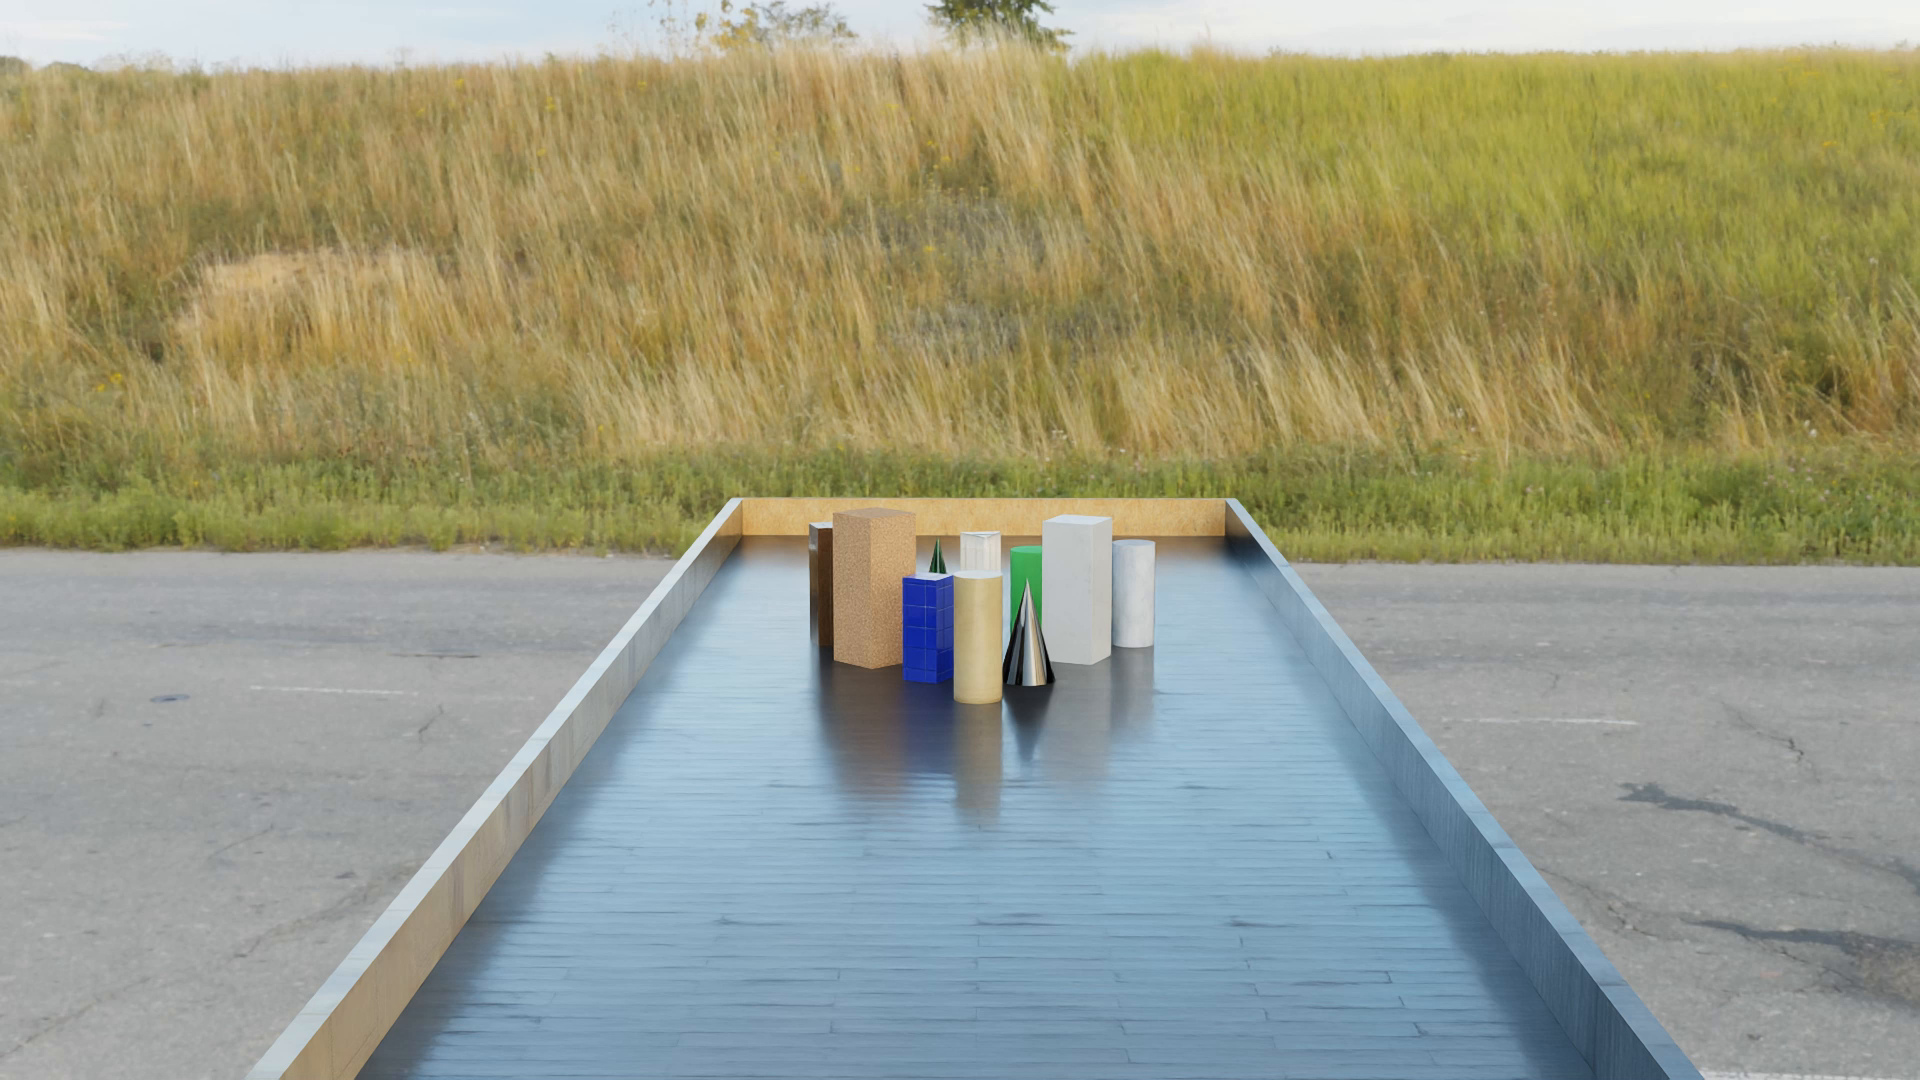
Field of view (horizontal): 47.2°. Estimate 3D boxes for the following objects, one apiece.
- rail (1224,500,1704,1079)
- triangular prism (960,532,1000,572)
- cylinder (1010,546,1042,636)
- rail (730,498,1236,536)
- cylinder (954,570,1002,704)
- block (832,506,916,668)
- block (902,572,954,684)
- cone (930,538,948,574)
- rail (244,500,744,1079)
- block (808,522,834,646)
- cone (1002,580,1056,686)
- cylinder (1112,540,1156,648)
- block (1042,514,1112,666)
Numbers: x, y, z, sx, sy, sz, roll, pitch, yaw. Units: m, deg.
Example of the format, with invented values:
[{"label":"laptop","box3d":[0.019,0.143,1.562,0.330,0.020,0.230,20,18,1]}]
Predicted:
[{"label":"rail","box3d":[1.046,0.843,3.208,0.050,0.150,12.000,0,9,1]},{"label":"triangular prism","box3d":[0.081,0.169,6.718,0.106,0.384,0.122,-7,11,-37]},{"label":"cylinder","box3d":[0.233,0.179,6.919,0.150,0.302,0.150,0,9,0]},{"label":"rail","box3d":[0.099,-0.098,9.147,2.100,0.150,0.050,0,9,1]},{"label":"cylinder","box3d":[0.050,0.271,6.168,0.139,0.355,0.139,0,9,0]},{"label":"block","box3d":[-0.259,0.142,6.663,0.178,0.454,0.178,-8,12,-42]},{"label":"block","box3d":[-0.092,0.255,6.429,0.111,0.304,0.111,5,10,27]},{"label":"cone","box3d":[-0.070,0.156,6.924,0.168,0.345,0.168,0,9,0]},{"label":"rail","box3d":[-1.004,0.839,3.234,0.050,0.150,12.000,0,9,1]},{"label":"block","box3d":[-0.403,0.137,6.949,0.121,0.375,0.121,-3,9,-17]},{"label":"cone","box3d":[0.196,0.259,6.412,0.167,0.301,0.167,0,9,0]},{"label":"cylinder","box3d":[0.545,0.167,6.928,0.136,0.321,0.136,0,9,0]},{"label":"block","box3d":[0.357,0.149,6.701,0.163,0.428,0.163,4,10,25]}]
